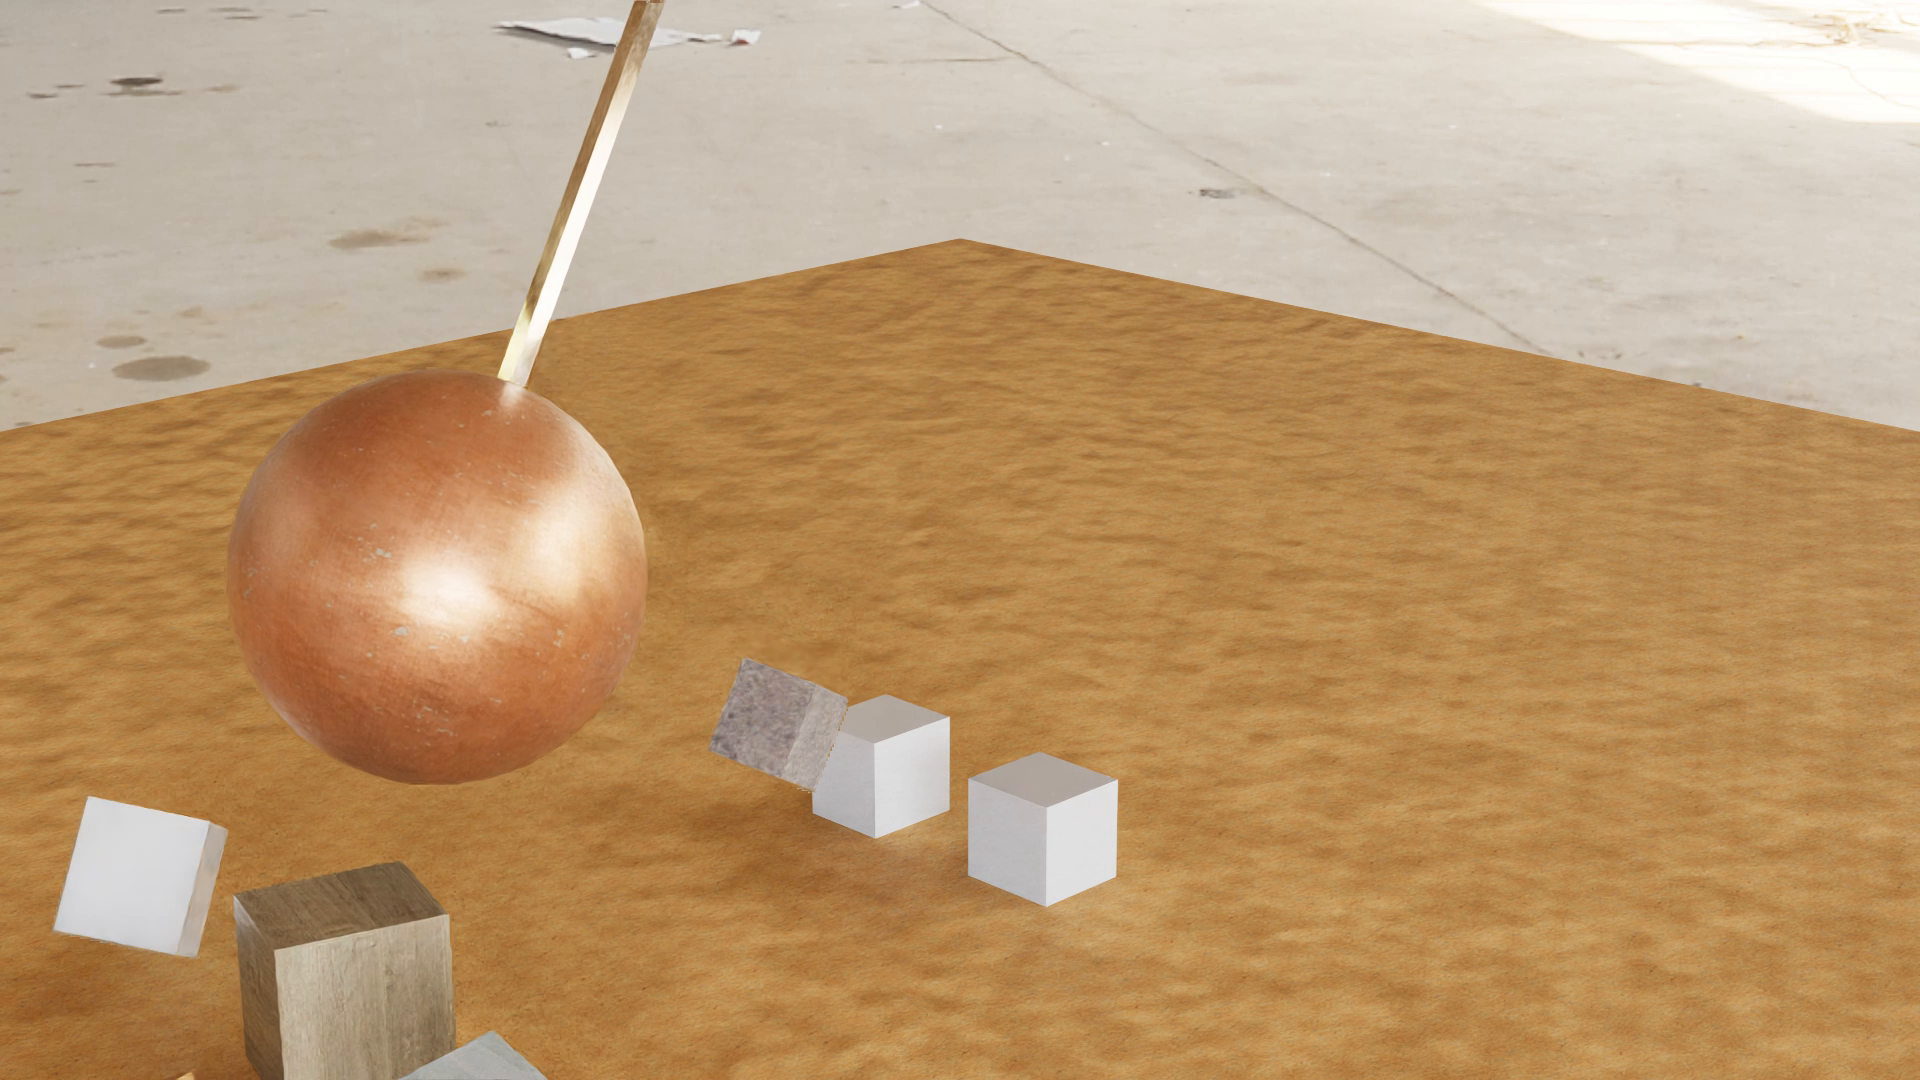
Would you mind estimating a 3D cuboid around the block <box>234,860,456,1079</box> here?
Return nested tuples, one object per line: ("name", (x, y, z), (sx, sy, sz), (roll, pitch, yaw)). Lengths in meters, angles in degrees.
("block", (-2.422, 1.759, 11.562), (0.686, 0.710, 0.588), (-9, 20, -27))

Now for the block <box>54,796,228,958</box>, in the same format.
("block", (-3.439, 1.426, 12.342), (0.508, 0.562, 0.509), (12, -11, -3))

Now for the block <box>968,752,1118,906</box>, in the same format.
("block", (0.376, 1.312, 13.372), (0.468, 0.478, 0.491), (-17, 24, -42))

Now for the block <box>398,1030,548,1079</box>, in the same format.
("block", (-1.677, 2.159, 10.215), (0.567, 0.515, 0.506), (36, 32, 23))

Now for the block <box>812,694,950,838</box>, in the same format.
("block", (-0.380, 1.083, 14.097), (0.494, 0.481, 0.440), (-17, 24, -42))

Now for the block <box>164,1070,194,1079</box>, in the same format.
("block", (-2.862, 2.192, 10.124), (0.444, 0.493, 0.448), (-20, 3, 16))

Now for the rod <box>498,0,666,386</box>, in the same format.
("rod", (-0.868, -3.056, 11.472), (0.080, 5.200, 0.080), (17, -4, 42))

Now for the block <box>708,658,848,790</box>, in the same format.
("block", (-0.720, 0.730, 11.615), (0.337, 0.393, 0.348), (19, -6, 22))

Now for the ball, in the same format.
("ball", (-2.003, 0.144, 11.288), (1.600, 1.600, 1.600), (0, 17, 0))
